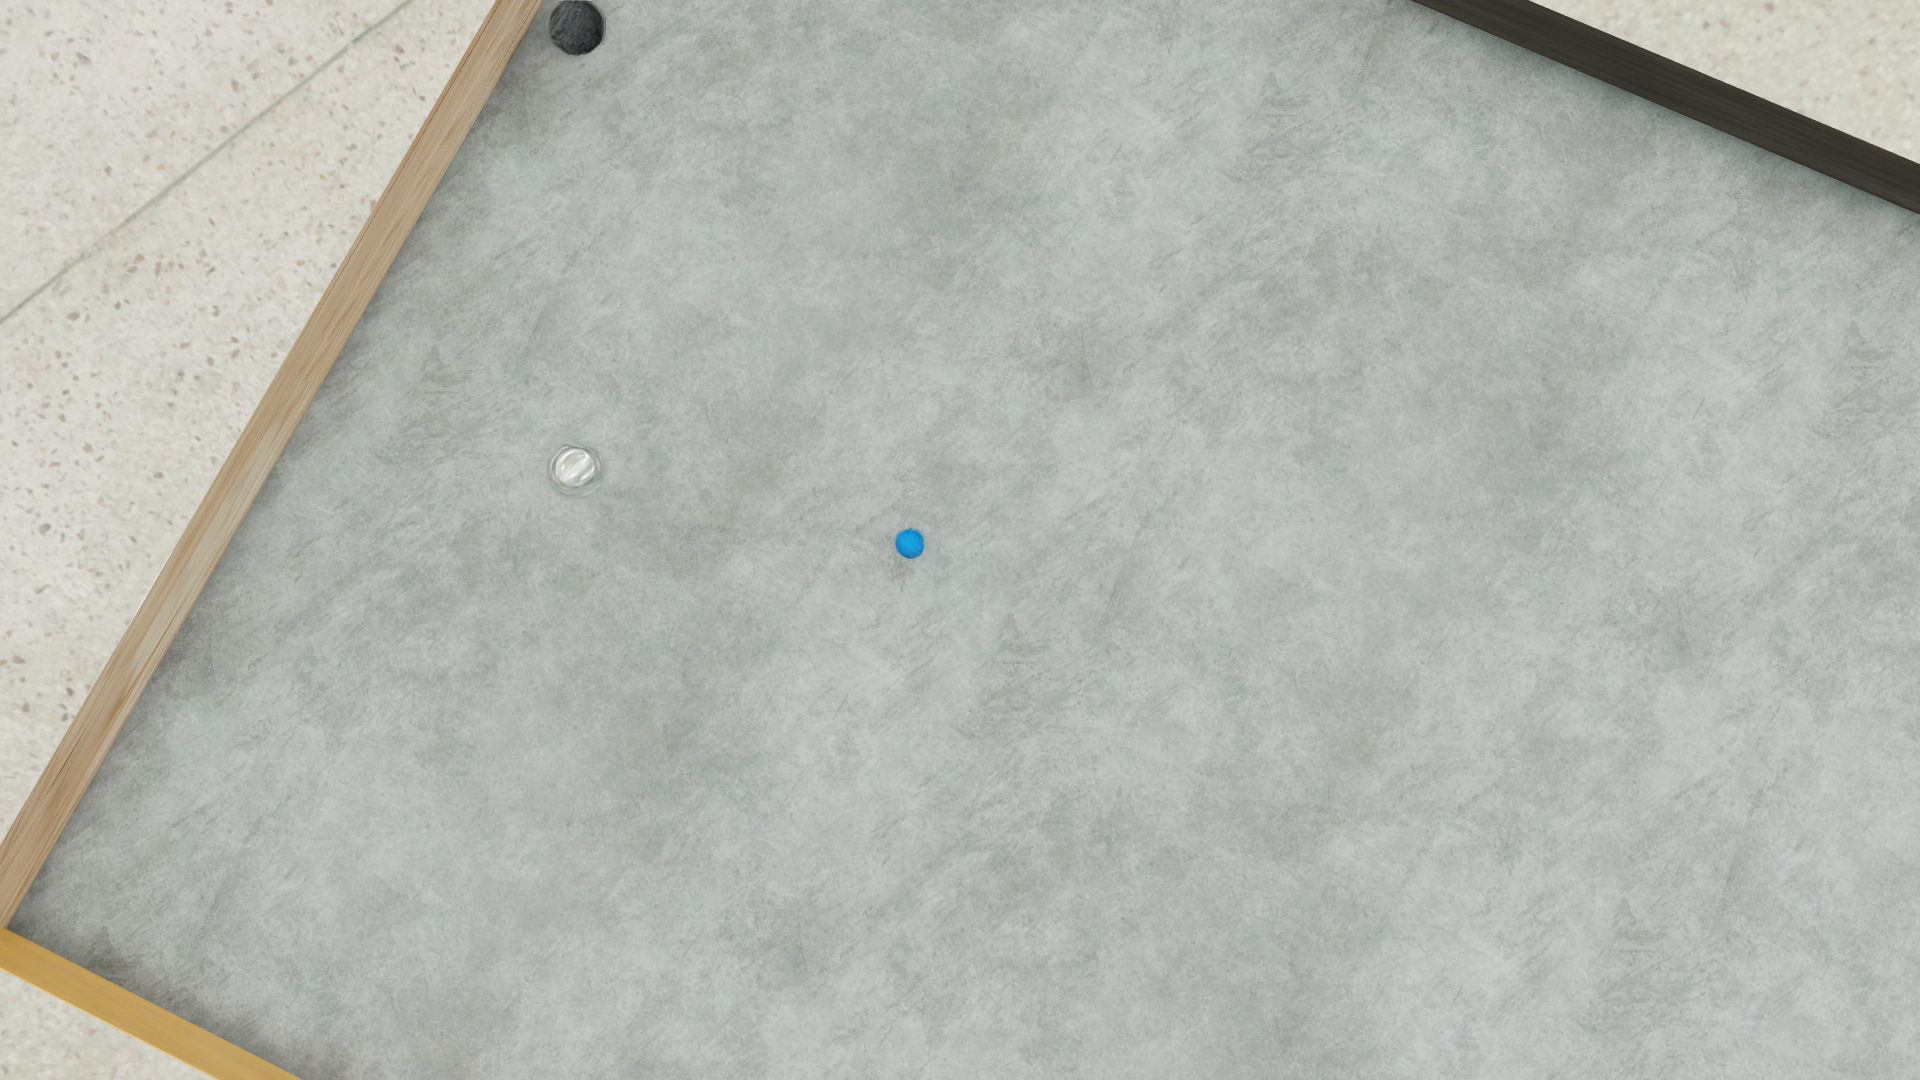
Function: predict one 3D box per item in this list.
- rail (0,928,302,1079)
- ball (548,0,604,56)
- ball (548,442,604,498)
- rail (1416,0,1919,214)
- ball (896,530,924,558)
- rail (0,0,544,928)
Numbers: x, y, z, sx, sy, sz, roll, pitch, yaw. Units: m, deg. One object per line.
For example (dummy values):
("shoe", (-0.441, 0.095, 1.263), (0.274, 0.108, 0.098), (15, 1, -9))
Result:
("rail", (0.443, 1.423, 2.945), (4.146, 0.116, 0.045), (25, 77, 6))
("ball", (-0.619, -0.828, 3.551), (0.090, 0.090, 0.090), (0, 75, 0))
("ball", (-0.587, -0.107, 3.364), (0.085, 0.085, 0.085), (0, 75, 0))
("rail", (1.428, -0.573, 3.469), (4.146, 0.116, 0.045), (25, 77, 6))
("ball", (-0.076, 0.006, 3.355), (0.045, 0.045, 0.045), (0, 75, 0))
("rail", (-0.914, -0.429, 3.431), (0.045, 0.116, 2.335), (25, 77, 6))
